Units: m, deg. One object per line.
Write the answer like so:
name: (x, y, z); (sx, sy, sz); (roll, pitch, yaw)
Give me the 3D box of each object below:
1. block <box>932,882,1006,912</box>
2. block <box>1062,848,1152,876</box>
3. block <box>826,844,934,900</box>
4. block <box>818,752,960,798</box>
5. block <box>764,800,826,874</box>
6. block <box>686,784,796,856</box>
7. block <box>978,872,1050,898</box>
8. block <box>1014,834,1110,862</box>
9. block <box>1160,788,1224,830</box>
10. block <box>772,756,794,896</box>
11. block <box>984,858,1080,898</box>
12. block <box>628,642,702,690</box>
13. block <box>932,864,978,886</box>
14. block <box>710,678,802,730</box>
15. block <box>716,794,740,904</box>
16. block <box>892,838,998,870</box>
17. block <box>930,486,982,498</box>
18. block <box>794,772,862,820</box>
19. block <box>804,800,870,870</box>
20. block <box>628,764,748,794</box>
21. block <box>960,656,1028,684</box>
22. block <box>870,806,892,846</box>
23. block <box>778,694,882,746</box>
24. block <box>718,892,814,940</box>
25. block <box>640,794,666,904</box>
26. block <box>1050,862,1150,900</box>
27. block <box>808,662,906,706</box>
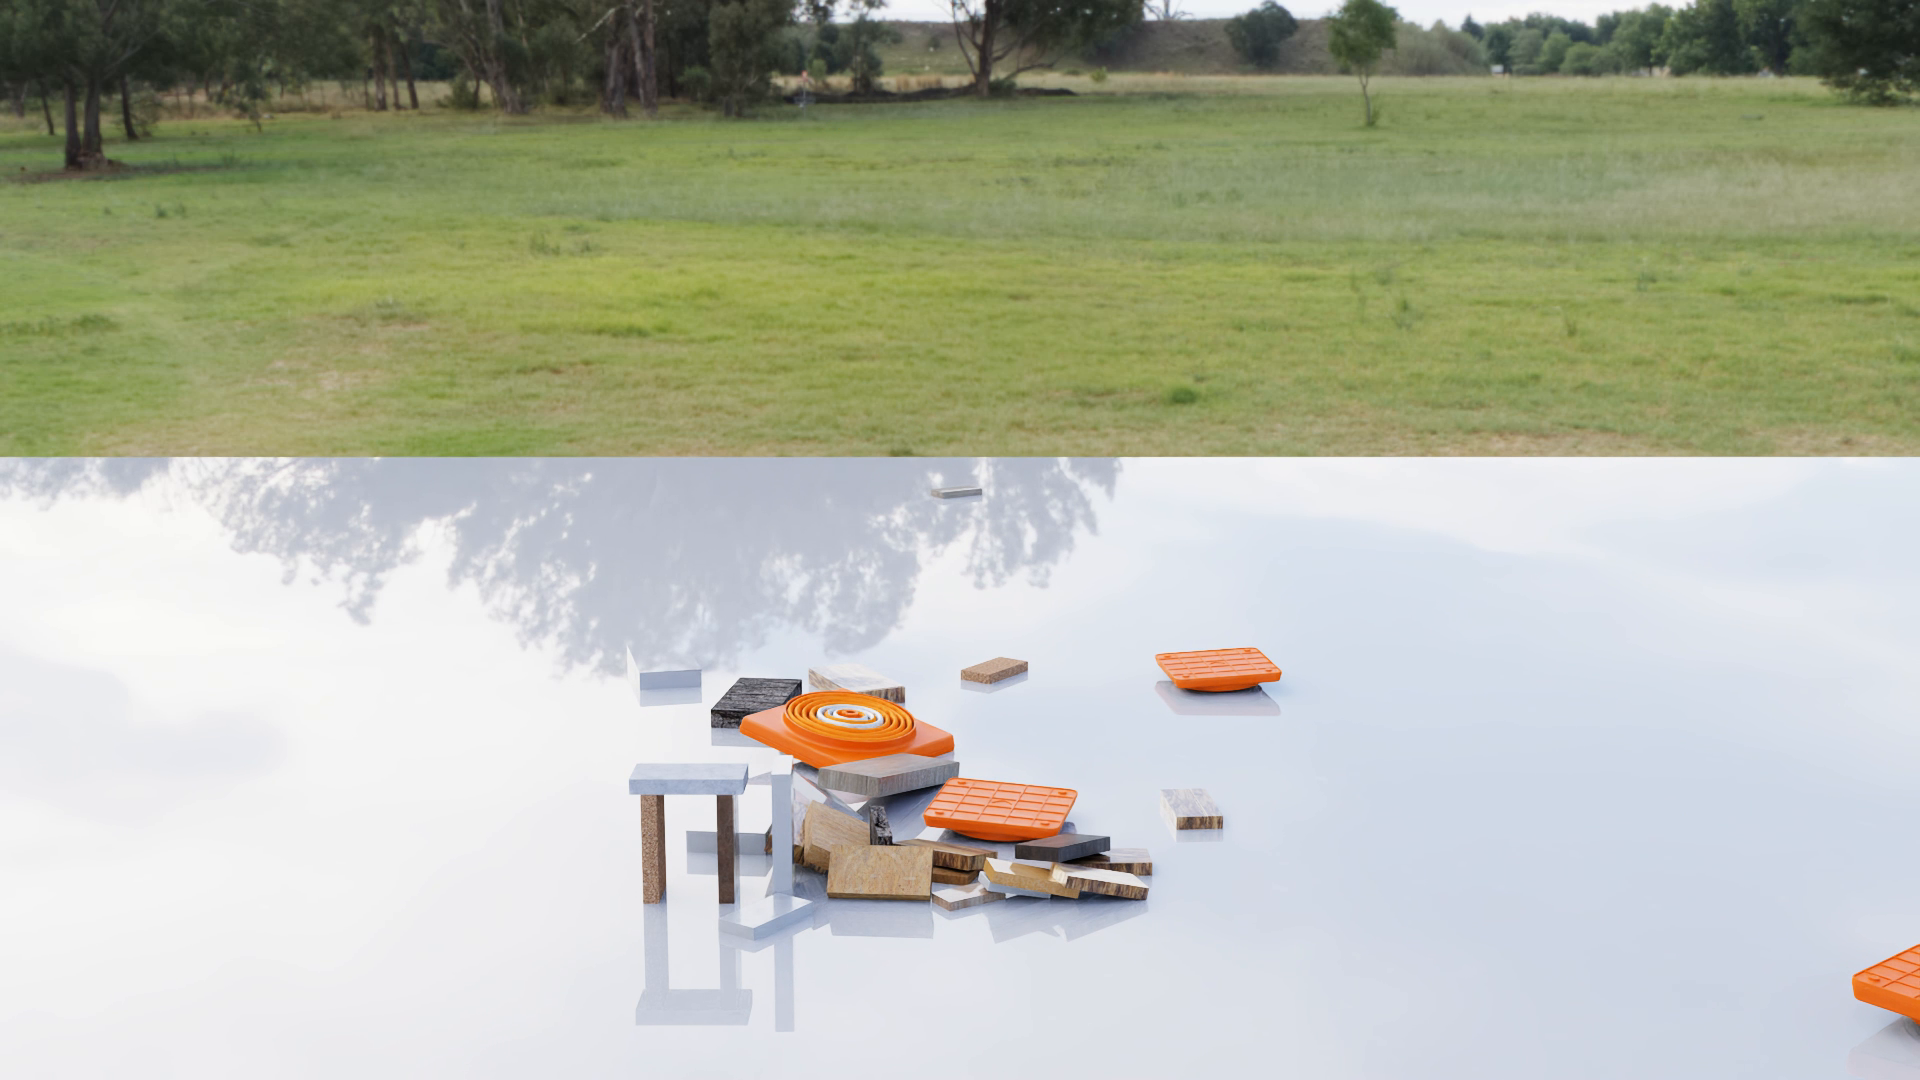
block: (0.014, 0.588, 3.636); (0.111, 0.016, 0.055); (-7, 13, -33)
block: (0.247, 0.555, 3.792); (0.161, 0.023, 0.081); (0, 11, -2)
block: (-0.132, 0.552, 3.653); (0.171, 0.086, 0.024); (1, -31, 5)
block: (-0.132, 0.447, 4.194); (0.128, 0.036, 0.325); (6, 3, 27)
block: (-0.276, 0.517, 3.868); (0.111, 0.031, 0.222); (22, 10, -3)
block: (-0.396, 0.507, 4.006); (0.142, 0.040, 0.284); (1, 11, 6)
block: (0.091, 0.573, 3.654); (0.111, 0.016, 0.055); (10, 7, -18)
block: (0.176, 0.525, 3.753); (0.086, 0.024, 0.172); (-1, 0, 34)
block: (0.429, 0.500, 4.089); (0.086, 0.024, 0.172); (-1, 11, -5)
block: (-0.293, 0.480, 3.652); (0.031, 0.222, 0.111); (0, 11, -2)
block: (0.119, 0.560, 3.644); (0.149, 0.021, 0.074); (12, 6, -12)
block: (-0.695, 0.294, 5.155); (0.142, 0.040, 0.283); (-3, 11, -14)
block: (-0.031, 0.568, 3.746); (0.111, 0.016, 0.055); (3, 11, 18)
block: (-0.443, 0.357, 4.816); (0.142, 0.040, 0.284); (1, 11, 7)
block: (-0.384, 0.499, 3.650); (0.026, 0.186, 0.093); (0, 11, 0)
block: (-0.030, 0.542, 3.795); (0.172, 0.024, 0.086); (4, 1, 36)
block: (-0.013, -0.168, 7.685); (0.161, 0.023, 0.081); (-7, 12, -32)
block: (-0.249, 0.481, 4.066); (0.085, 0.024, 0.171); (32, -4, -26)
block: (-0.212, 0.522, 3.803); (0.111, 0.031, 0.222); (25, 10, -9)
block: (-0.447, 0.394, 3.630); (0.186, 0.026, 0.093); (0, 11, 0)
block: (0.081, 0.305, 5.143); (0.081, 0.023, 0.161); (7, 13, 35)
block: (-0.136, 0.525, 3.787); (0.024, 0.086, 0.171); (-1, 11, -7)
block: (-0.274, 0.383, 4.687); (0.128, 0.036, 0.256); (4, 11, 20)
block: (-0.311, 0.604, 3.534); (0.074, 0.021, 0.149); (7, 13, 35)
block: (-0.509, 0.499, 3.650); (0.026, 0.186, 0.093); (0, 11, 0)
block: (0.231, 0.565, 3.646); (0.148, 0.021, 0.074); (12, 6, -20)
block: (-0.235, 0.328, 4.979); (0.128, 0.036, 0.256); (-5, 12, -25)
